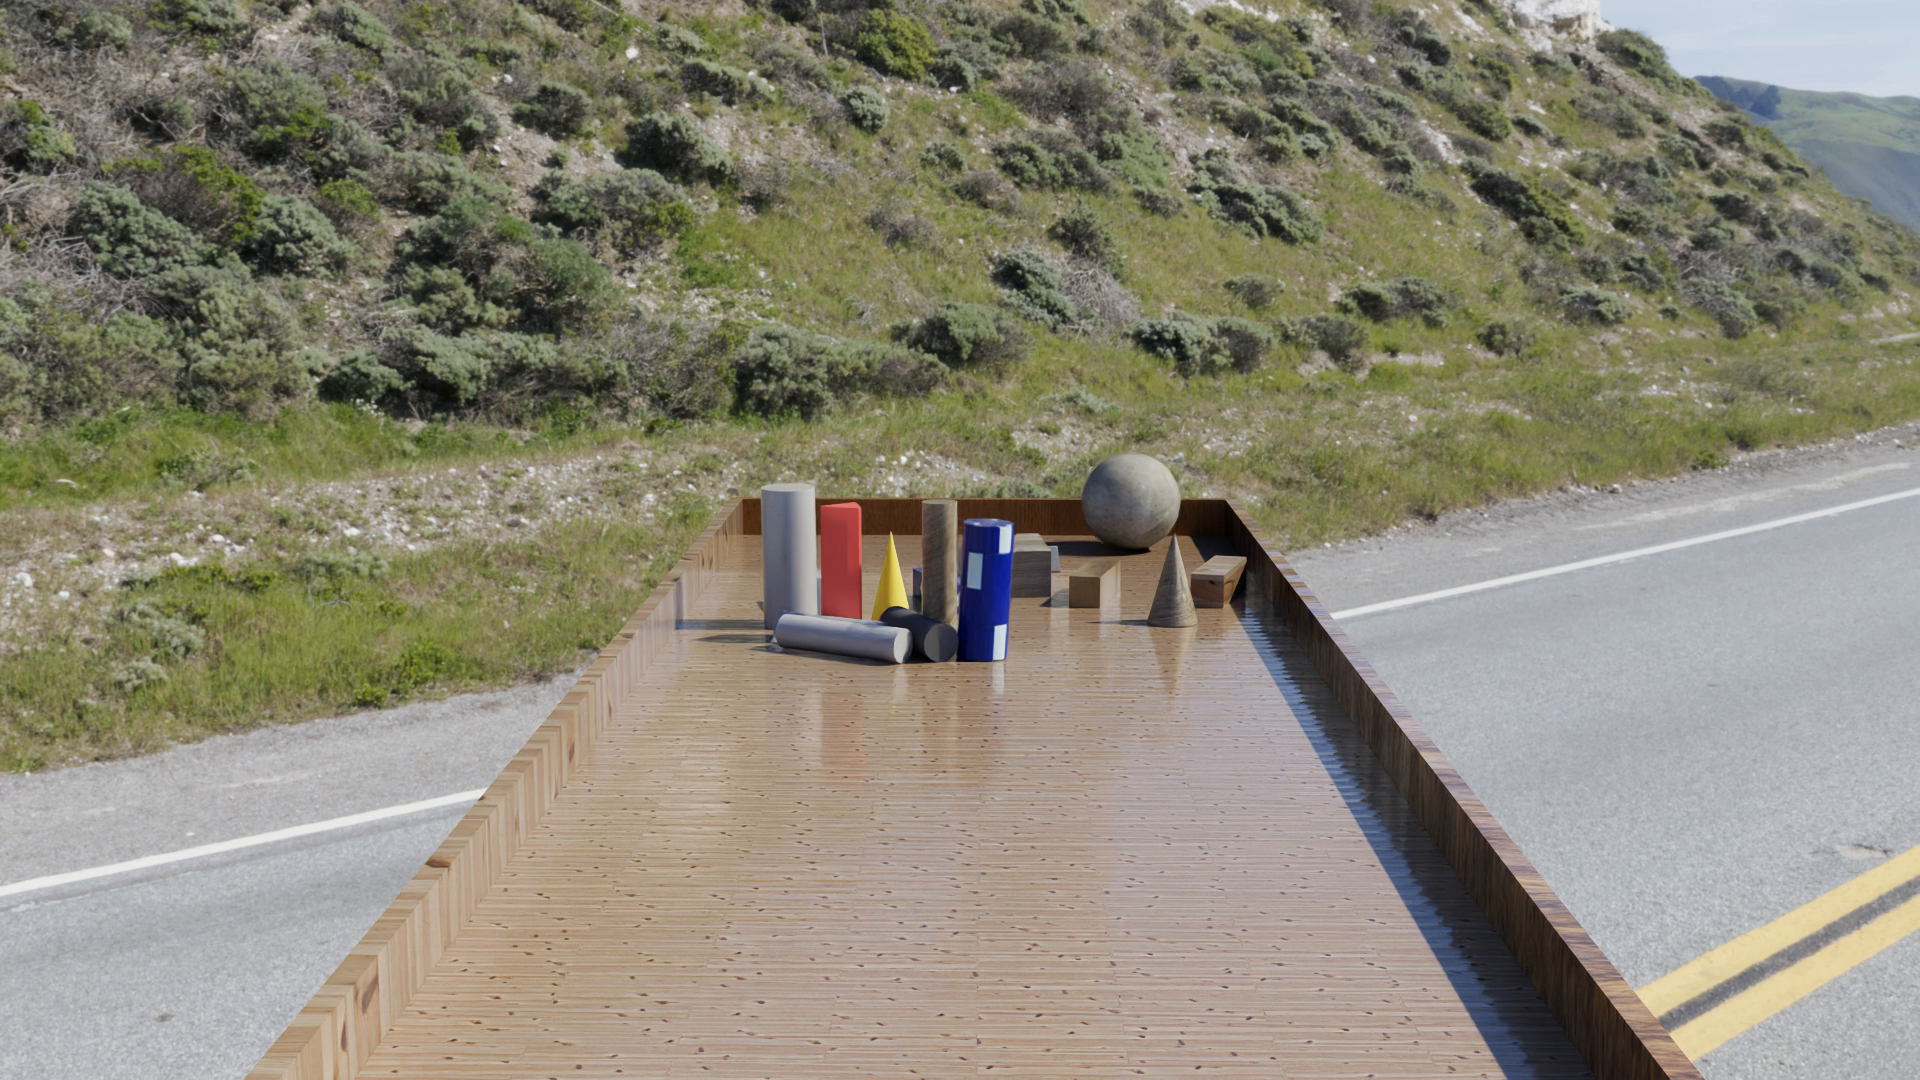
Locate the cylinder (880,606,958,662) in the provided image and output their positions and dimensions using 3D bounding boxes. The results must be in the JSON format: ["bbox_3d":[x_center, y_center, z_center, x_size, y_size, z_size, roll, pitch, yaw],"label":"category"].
[{"bbox_3d":[-0.130,0.289,6.809,0.118,0.118,0.330,-4,10,-26],"label":"cylinder"}]

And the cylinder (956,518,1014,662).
[{"bbox_3d":[0.077,0.151,6.706,0.156,0.414,0.156,3,10,-1],"label":"cylinder"}]

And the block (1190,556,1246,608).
[{"bbox_3d":[0.910,0.145,7.726,0.115,0.115,0.405,3,9,18],"label":"block"}]

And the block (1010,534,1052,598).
[{"bbox_3d":[0.222,0.089,7.919,0.165,0.165,0.410,-1,9,-4],"label":"block"}]

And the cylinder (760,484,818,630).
[{"bbox_3d":[-0.558,0.053,7.197,0.177,0.458,0.177,-1,10,0],"label":"cylinder"}]

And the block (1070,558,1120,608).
[{"bbox_3d":[0.475,0.151,7.711,0.108,0.108,0.368,2,9,15],"label":"block"}]

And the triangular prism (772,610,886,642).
[{"bbox_3d":[-0.399,0.285,6.896,0.394,0.093,0.107,5,10,29],"label":"triangular prism"}]

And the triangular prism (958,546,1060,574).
[{"bbox_3d":[0.169,0.072,8.250,0.402,0.090,0.104,-2,9,-11],"label":"triangular prism"}]

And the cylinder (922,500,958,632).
[{"bbox_3d":[-0.064,0.102,6.924,0.112,0.451,0.112,0,9,0],"label":"cylinder"}]

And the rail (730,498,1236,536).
[{"bbox_3d":[0.099,-0.098,9.147,2.100,0.150,0.050,0,9,1],"label":"rail"}]

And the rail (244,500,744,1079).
[{"bbox_3d":[-1.004,0.839,3.234,0.050,0.150,12.000,0,9,1],"label":"rail"}]

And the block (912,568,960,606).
[{"bbox_3d":[-0.063,0.173,7.595,0.101,0.101,0.360,-3,9,-18],"label":"block"}]

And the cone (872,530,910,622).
[{"bbox_3d":[-0.226,0.125,7.211,0.142,0.316,0.142,0,9,0],"label":"cone"}]

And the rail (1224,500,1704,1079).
[{"bbox_3d":[1.046,0.843,3.208,0.050,0.150,12.000,0,9,1],"label":"rail"}]

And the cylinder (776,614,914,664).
[{"bbox_3d":[-0.358,0.302,6.762,0.440,0.107,0.107,6,11,31],"label":"cylinder"}]

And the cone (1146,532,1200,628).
[{"bbox_3d":[0.704,0.121,7.253,0.173,0.310,0.173,0,9,0],"label":"cone"}]

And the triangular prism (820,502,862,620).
[{"bbox_3d":[-0.355,0.102,6.989,0.136,0.432,0.118,3,9,20],"label":"triangular prism"}]

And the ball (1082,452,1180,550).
[{"bbox_3d":[0.680,-0.153,8.733,0.389,0.389,0.389,0,9,0],"label":"ball"}]

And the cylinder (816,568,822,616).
[{"bbox_3d":[-0.512,0.169,7.495,0.140,0.140,0.348,-2,9,-13],"label":"cylinder"}]
